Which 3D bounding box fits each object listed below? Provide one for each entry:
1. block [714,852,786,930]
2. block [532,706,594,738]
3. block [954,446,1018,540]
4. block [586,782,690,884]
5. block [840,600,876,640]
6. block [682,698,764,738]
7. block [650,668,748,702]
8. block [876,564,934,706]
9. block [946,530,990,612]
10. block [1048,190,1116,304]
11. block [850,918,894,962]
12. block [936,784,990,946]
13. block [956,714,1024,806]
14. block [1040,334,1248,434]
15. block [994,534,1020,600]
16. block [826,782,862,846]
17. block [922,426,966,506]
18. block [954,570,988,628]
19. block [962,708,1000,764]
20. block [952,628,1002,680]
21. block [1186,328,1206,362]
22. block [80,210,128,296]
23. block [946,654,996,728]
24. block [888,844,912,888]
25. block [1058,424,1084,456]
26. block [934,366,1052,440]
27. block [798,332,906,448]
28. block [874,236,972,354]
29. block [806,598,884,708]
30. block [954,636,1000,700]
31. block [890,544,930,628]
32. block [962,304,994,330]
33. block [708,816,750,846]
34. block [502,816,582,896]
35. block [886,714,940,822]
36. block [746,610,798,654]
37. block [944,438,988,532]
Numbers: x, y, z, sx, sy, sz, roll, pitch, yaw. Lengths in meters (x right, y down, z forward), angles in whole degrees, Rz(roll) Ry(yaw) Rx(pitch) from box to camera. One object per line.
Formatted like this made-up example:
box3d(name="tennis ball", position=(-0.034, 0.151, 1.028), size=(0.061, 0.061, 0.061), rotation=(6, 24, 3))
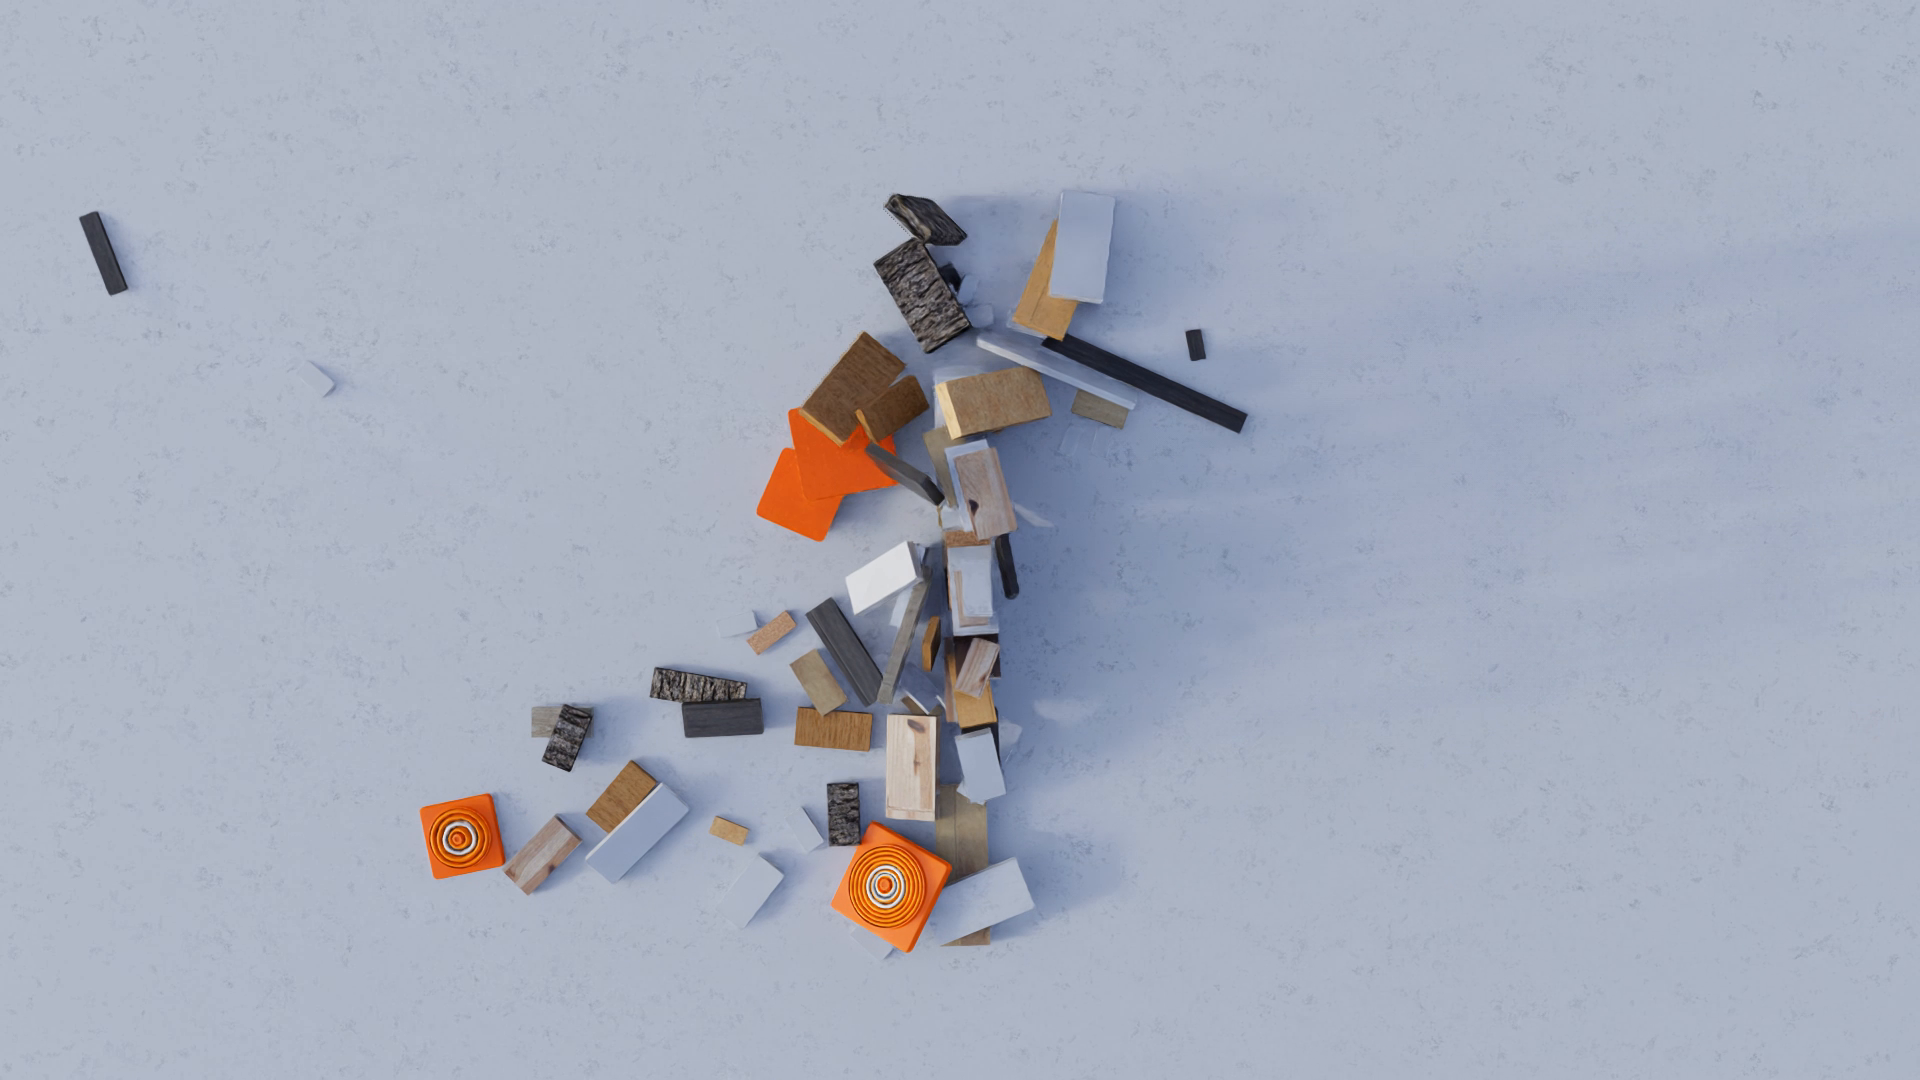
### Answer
box3d(name="block", position=(-0.697, 1.168, 5.484), size=(0.115, 0.033, 0.230), rotation=(38, 90, 0))
box3d(name="block", position=(-1.322, 0.606, 5.486), size=(0.200, 0.028, 0.100), rotation=(0, 90, 0))
box3d(name="block", position=(0.081, -0.145, 5.181), size=(0.135, 0.038, 0.271), rotation=(-16, 90, -3))
box3d(name="block", position=(-1.068, 0.972, 5.465), size=(0.355, 0.035, 0.125), rotation=(-44, 107, 0))
box3d(name="block", position=(-0.337, 0.262, 5.491), size=(0.063, 0.018, 0.126), rotation=(-37, 90, 0))
box3d(name="block", position=(-0.785, 0.590, 5.462), size=(0.260, 0.033, 0.115), rotation=(-3, 105, 4))
box3d(name="block", position=(-0.870, 0.499, 5.486), size=(0.310, 0.028, 0.100), rotation=(10, 90, 0))
box3d(name="block", position=(-0.177, 0.312, 5.385), size=(0.039, 0.138, 0.457), rotation=(17, 78, 5))
box3d(name="block", position=(0.026, 0.023, 5.358), size=(0.143, 0.041, 0.419), rotation=(-3, 68, -1))
box3d(name="block", position=(0.401, -0.962, 5.419), size=(0.174, 0.049, 0.348), rotation=(8, 84, -2))
box3d(name="block", position=(-0.293, 1.332, 5.490), size=(0.138, 0.020, 0.069), rotation=(42, 90, 0))
box3d(name="block", position=(0.008, 1.076, 5.476), size=(0.171, 0.048, 0.530), rotation=(-2, 90, 0))
box3d(name="block", position=(0.099, 0.726, 5.455), size=(0.099, 0.028, 0.288), rotation=(28, 79, 6))
box3d(name="block", position=(0.613, -0.533, 5.489), size=(0.722, 0.020, 0.070), rotation=(24, 89, 0))
box3d(name="block", position=(0.150, 0.086, 5.288), size=(0.028, 0.099, 0.198), rotation=(-9, 79, -10))
box3d(name="block", position=(-0.385, 0.910, 5.469), size=(0.103, 0.029, 0.205), rotation=(-3, 83, 6))
box3d(name="block", position=(-0.020, -0.243, 5.254), size=(0.123, 0.035, 0.247), rotation=(-21, 91, -4))
box3d(name="block", position=(0.035, 0.183, 5.216), size=(0.091, 0.026, 0.182), rotation=(-6, 68, -2))
box3d(name="block", position=(0.067, 0.660, 5.367), size=(0.120, 0.034, 0.239), rotation=(-3, 115, -1))
box3d(name="block", position=(0.050, 0.306, 5.309), size=(0.143, 0.041, 0.286), rotation=(-4, 76, -1))
box3d(name="block", position=(0.784, -0.649, 5.493), size=(0.051, 0.014, 0.102), rotation=(-11, 90, 0))
box3d(name="block", position=(-2.852, -0.954, 5.491), size=(0.060, 0.017, 0.278), rotation=(-21, 90, 0))
box3d(name="block", position=(0.037, 0.477, 5.304), size=(0.120, 0.034, 0.239), rotation=(-10, 76, -2))
box3d(name="block", position=(-0.199, 1.083, 5.490), size=(0.069, 0.020, 0.138), rotation=(7, 90, 0))
box3d(name="block", position=(0.369, -0.333, 5.493), size=(0.051, 0.014, 0.102), rotation=(23, 90, 0))
box3d(name="block", position=(0.114, -0.450, 5.332), size=(0.430, 0.051, 0.179), rotation=(-16, 88, -43))
box3d(name="block", position=(-0.351, -0.495, 5.399), size=(0.179, 0.051, 0.357), rotation=(39, 67, -5))
box3d(name="block", position=(-0.123, -0.808, 5.439), size=(0.174, 0.049, 0.348), rotation=(-31, 84, 12))
box3d(name="block", position=(-0.369, 0.372, 5.460), size=(0.103, 0.029, 0.369), rotation=(-34, 84, 7))
box3d(name="block", position=(0.056, 0.406, 5.248), size=(0.091, 0.026, 0.182), rotation=(20, 76, 5))
box3d(name="block", position=(-0.165, 0.150, 5.430), size=(0.039, 0.138, 0.275), rotation=(17, 90, 4))
box3d(name="block", position=(0.040, -0.739, 5.480), size=(0.140, 0.020, 0.070), rotation=(-9, 104, -2))
box3d(name="block", position=(-0.769, 0.969, 5.491), size=(0.121, 0.017, 0.060), rotation=(22, 90, 0))
box3d(name="block", position=(-1.389, 1.047, 5.482), size=(0.125, 0.035, 0.249), rotation=(44, 90, 0))
box3d(name="block", position=(-0.154, 0.749, 5.450), size=(0.171, 0.048, 0.342), rotation=(1, 90, 19))
box3d(name="block", position=(-0.627, 0.309, 5.491), size=(0.165, 0.018, 0.063), rotation=(-38, 90, 0))
box3d(name="block", position=(0.048, -0.172, 5.219), size=(0.135, 0.038, 0.271), rotation=(-14, 90, -3))
